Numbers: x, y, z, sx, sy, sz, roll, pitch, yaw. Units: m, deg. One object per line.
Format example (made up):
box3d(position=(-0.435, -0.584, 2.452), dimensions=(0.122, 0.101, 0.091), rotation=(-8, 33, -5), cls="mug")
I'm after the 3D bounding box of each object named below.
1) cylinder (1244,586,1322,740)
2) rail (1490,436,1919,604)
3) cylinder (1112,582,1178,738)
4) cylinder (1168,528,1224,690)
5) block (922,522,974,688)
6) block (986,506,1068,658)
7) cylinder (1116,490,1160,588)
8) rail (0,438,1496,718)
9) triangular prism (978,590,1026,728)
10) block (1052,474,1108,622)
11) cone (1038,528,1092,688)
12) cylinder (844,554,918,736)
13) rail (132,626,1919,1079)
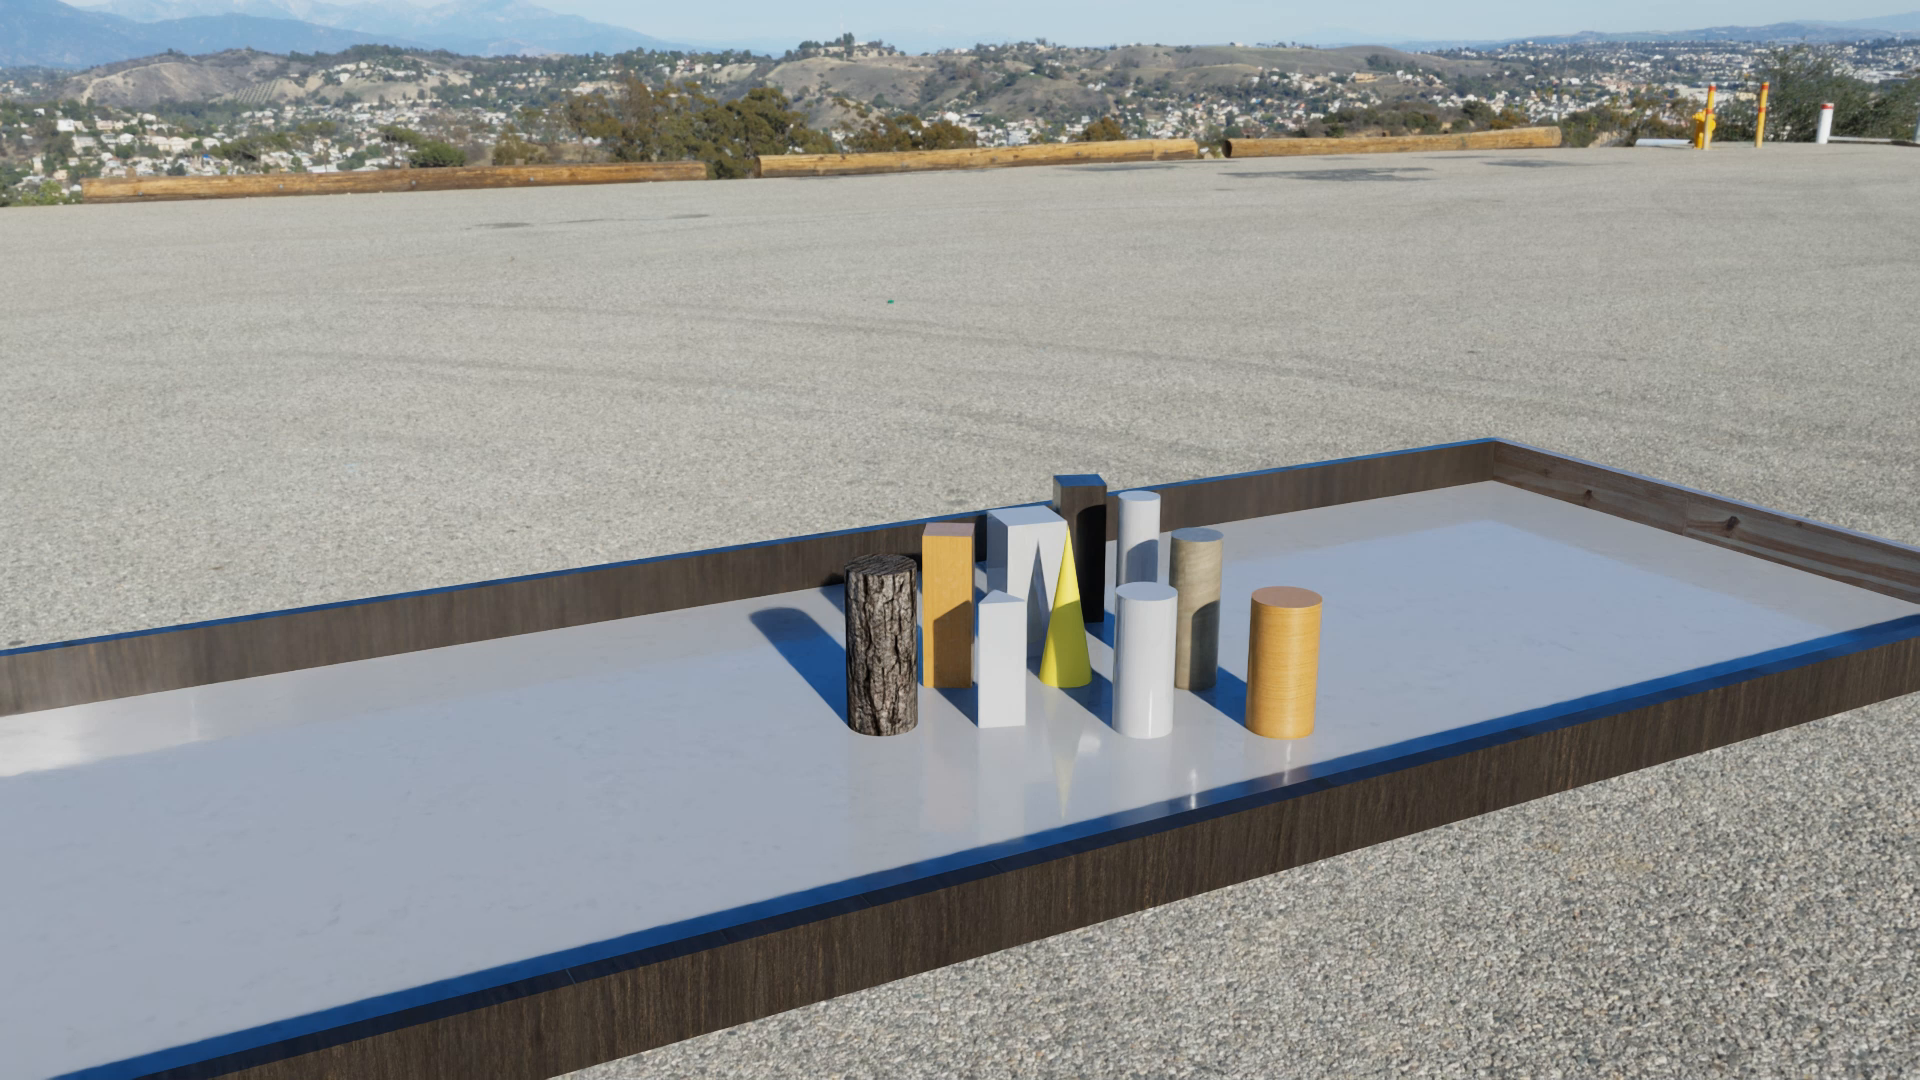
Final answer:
box3d(position=(0.749, 0.283, 3.825), dimensions=(0.161, 0.319, 0.161), rotation=(0, 16, 0), cls="cylinder")
box3d(position=(2.466, -0.048, 5.253), dimensions=(0.050, 0.150, 2.100), rotation=(-9, 18, -27), cls="rail")
box3d(position=(0.427, 0.277, 3.819), dimensions=(0.142, 0.334, 0.142), rotation=(0, 16, 0), cls="cylinder")
box3d(position=(0.581, 0.171, 4.093), dimensions=(0.129, 0.384, 0.129), rotation=(0, 16, 0), cls="cylinder")
box3d(position=(-0.027, 0.163, 4.106), dimensions=(0.119, 0.392, 0.119), rotation=(1, 16, 4), cls="block")
box3d(position=(0.173, 0.110, 4.342), dimensions=(0.162, 0.361, 0.162), rotation=(-5, 17, -18), cls="block")
box3d(position=(0.463, 0.087, 4.316), dimensions=(0.109, 0.419, 0.109), rotation=(0, 16, 0), cls="cylinder")
box3d(position=(-3.305, 0.497, 3.399), dimensions=(12.000, 0.150, 0.050), rotation=(-9, 18, -27), cls="rail")
box3d(position=(0.090, 0.277, 3.869), dimensions=(0.111, 0.306, 0.097), rotation=(-3, 17, -10), cls="triangular prism")
box3d(position=(0.329, 0.024, 4.578), dimensions=(0.127, 0.392, 0.127), rotation=(-2, 16, -6), cls="block")
box3d(position=(0.267, 0.156, 4.113), dimensions=(0.136, 0.401, 0.136), rotation=(0, 16, 0), cls="cone")
box3d(position=(-0.183, 0.243, 3.835), dimensions=(0.167, 0.390, 0.167), rotation=(0, 16, 0), cls="cylinder")
box3d(position=(-2.336, 1.006, 1.665), dimensions=(12.000, 0.150, 0.050), rotation=(-9, 18, -27), cls="rail")
